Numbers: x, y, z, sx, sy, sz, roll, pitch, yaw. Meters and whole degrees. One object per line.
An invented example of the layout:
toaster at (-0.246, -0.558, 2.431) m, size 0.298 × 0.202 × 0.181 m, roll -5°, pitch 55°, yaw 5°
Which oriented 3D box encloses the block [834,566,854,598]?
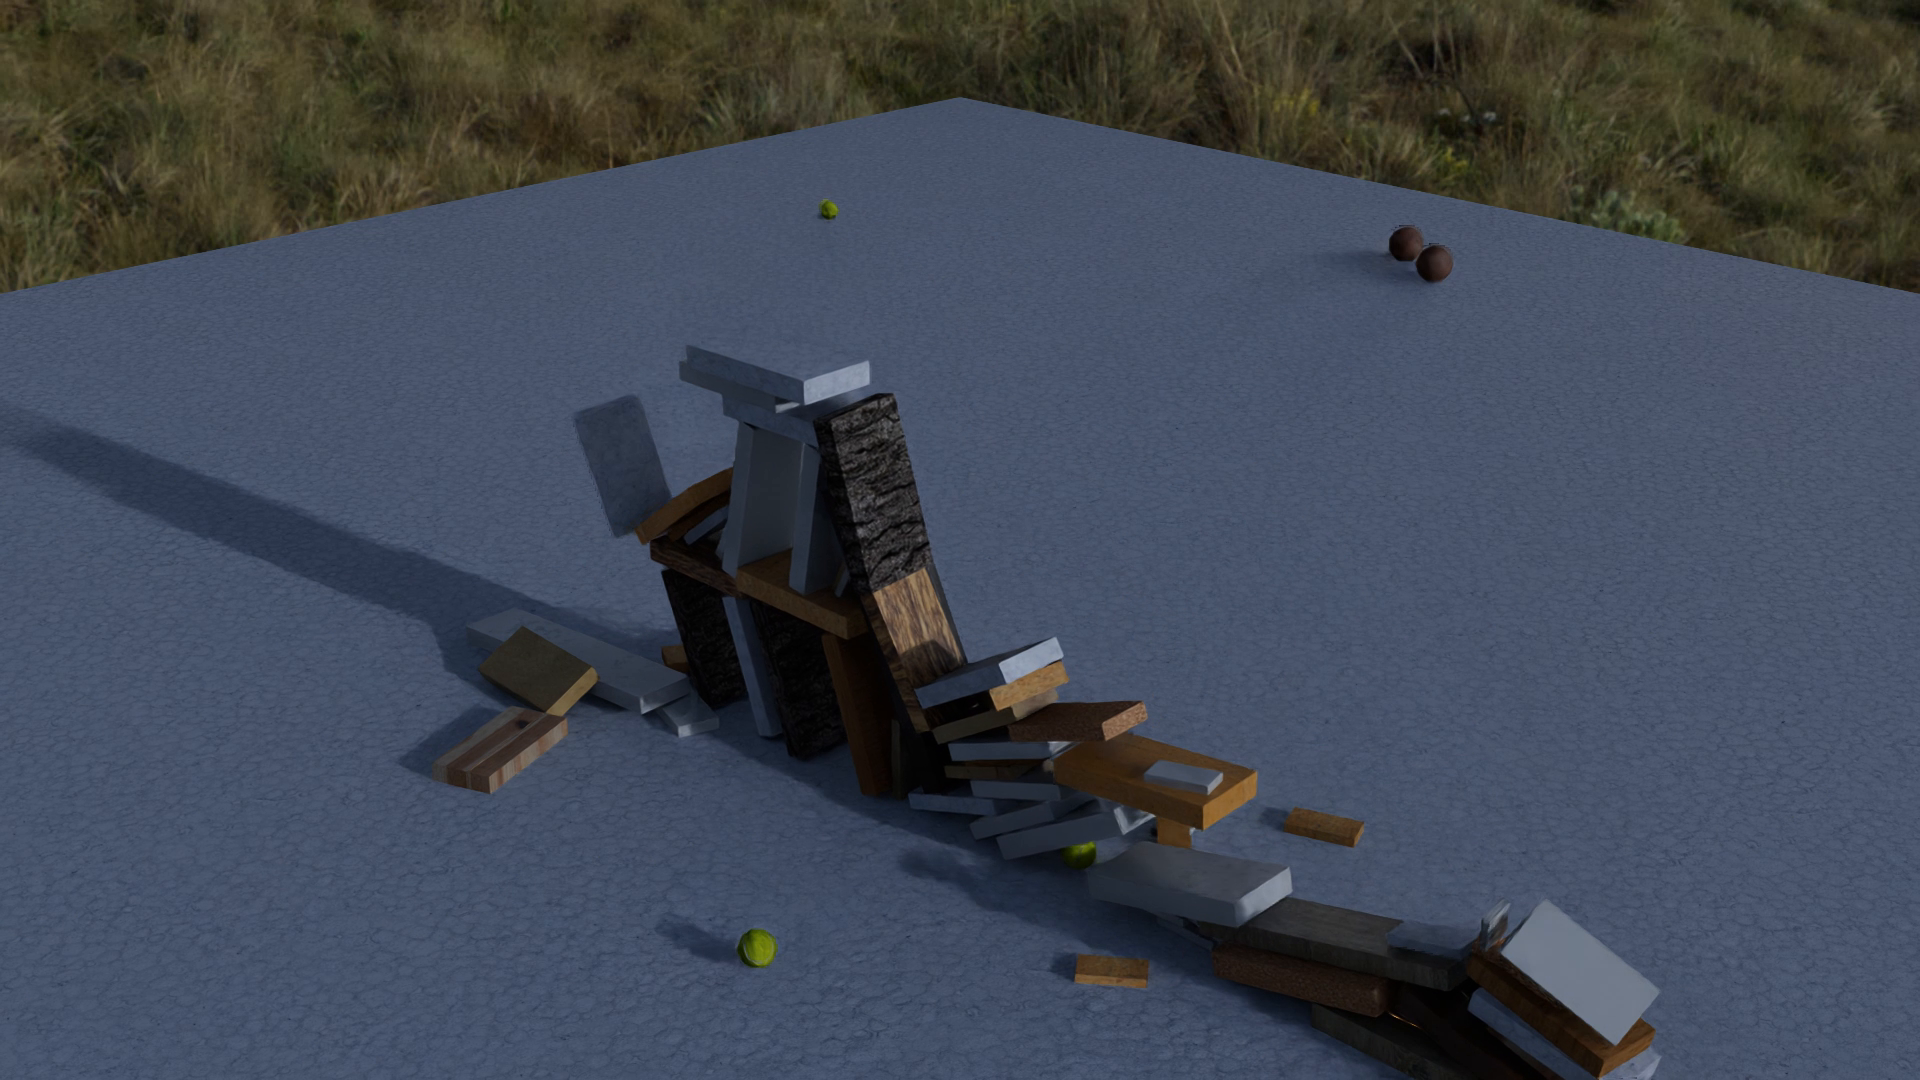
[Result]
block at (-0.212, 0.066, 4.475) m, size 0.057 × 0.114 × 0.016 m, roll -22°, pitch 60°, yaw -42°

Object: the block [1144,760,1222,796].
block at (0.406, 0.432, 4.001) m, size 0.127 × 0.018 × 0.063 m, roll 9°, pitch 23°, yaw 30°

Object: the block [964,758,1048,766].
block at (0.106, 0.415, 4.317) m, size 0.182 × 0.026 × 0.091 m, roll -6°, pitch 12°, yaw 40°

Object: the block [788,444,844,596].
block at (-0.256, -0.062, 4.483) m, size 0.047 × 0.334 × 0.167 m, roll 32°, pitch 37°, yaw 34°

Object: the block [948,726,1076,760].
block at (0.112, 0.389, 4.274) m, size 0.247 × 0.035 × 0.123 m, roll -6°, pitch 12°, yaw 39°

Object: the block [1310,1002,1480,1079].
block at (0.788, 0.838, 3.724) m, size 0.346 × 0.049 × 0.173 m, roll 21°, pitch 31°, yaw 40°

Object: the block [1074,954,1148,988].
block at (0.271, 0.769, 3.925) m, size 0.127 × 0.018 × 0.063 m, roll 3°, pitch 23°, yaw 7°

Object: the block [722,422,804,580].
block at (-0.404, -0.104, 4.625) m, size 0.167 × 0.366 × 0.047 m, roll -22°, pitch 44°, yaw -41°

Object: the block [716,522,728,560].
block at (-0.460, -0.038, 4.721) m, size 0.090 × 0.181 × 0.026 m, roll -22°, pitch 59°, yaw -42°

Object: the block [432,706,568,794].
block at (-0.973, 0.442, 4.666) m, size 0.143 × 0.041 × 0.286 m, roll 10°, pitch 25°, yaw 22°

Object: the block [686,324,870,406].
block at (-0.371, -0.357, 4.455) m, size 0.356 × 0.050 × 0.178 m, roll 20°, pitch 30°, yaw 40°

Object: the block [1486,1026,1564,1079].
block at (1.070, 0.902, 3.454) m, size 0.112 × 0.032 × 0.535 m, roll -17°, pitch 40°, yaw -36°

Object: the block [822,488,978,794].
block at (-0.096, 0.179, 4.447) m, size 0.178 × 0.644 × 0.050 m, roll -22°, pitch 5°, yaw -42°

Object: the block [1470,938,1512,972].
block at (0.888, 0.676, 3.579) m, size 0.101 × 0.014 × 0.050 m, roll 28°, pitch 35°, yaw 27°

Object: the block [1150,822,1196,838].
block at (0.478, 0.531, 4.482) m, size 0.072 × 0.020 × 0.316 m, roll 11°, pitch 25°, yaw 23°

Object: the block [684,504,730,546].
block at (-0.523, -0.043, 4.776) m, size 0.090 × 0.026 × 0.181 m, roll -28°, pitch -1°, yaw -38°

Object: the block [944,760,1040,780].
block at (0.065, 0.445, 4.358) m, size 0.182 × 0.026 × 0.091 m, roll -5°, pitch 13°, yaw 45°

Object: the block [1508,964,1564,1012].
block at (0.931, 0.707, 3.522) m, size 0.101 × 0.014 × 0.050 m, roll 36°, pitch 38°, yaw 18°

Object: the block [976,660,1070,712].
block at (0.115, 0.279, 4.280) m, size 0.149 × 0.042 × 0.297 m, roll -22°, pitch 0°, yaw -6°

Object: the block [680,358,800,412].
block at (-0.422, -0.334, 4.522) m, size 0.301 × 0.043 × 0.150 m, roll 20°, pitch 30°, yaw 40°

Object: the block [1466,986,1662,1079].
block at (0.970, 0.793, 3.538) m, size 0.136 × 0.039 × 0.273 m, roll -21°, pitch 43°, yaw -40°

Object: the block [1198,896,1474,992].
block at (0.661, 0.691, 3.830) m, size 0.516 × 0.039 × 0.136 m, roll 5°, pitch 18°, yaw 44°

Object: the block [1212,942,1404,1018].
block at (0.632, 0.741, 3.851) m, size 0.173 × 0.049 × 0.346 m, roll -22°, pitch 18°, yaw -41°

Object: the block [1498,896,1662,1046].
block at (0.966, 0.672, 3.433) m, size 0.223 × 0.112 × 0.032 m, roll 39°, pitch 3°, yaw 7°

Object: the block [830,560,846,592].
block at (-0.221, 0.059, 4.491) m, size 0.057 × 0.114 × 0.016 m, roll -22°, pitch 60°, yaw -42°

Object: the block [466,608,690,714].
block at (-0.881, 0.271, 5.032) m, size 0.637 × 0.041 × 0.143 m, roll 17°, pitch 28°, yaw 40°

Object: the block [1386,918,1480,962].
block at (0.798, 0.671, 3.697) m, size 0.143 × 0.020 × 0.072 m, roll 5°, pitch 18°, yaw 44°

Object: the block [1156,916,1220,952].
block at (0.435, 0.712, 4.058) m, size 0.067 × 0.019 × 0.133 m, roll -21°, pitch 31°, yaw -40°

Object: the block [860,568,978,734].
block at (-0.078, 0.219, 4.384) m, size 0.149 × 0.297 × 0.042 m, roll -26°, pitch 6°, yaw -41°

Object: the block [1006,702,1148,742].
block at (0.220, 0.343, 4.148) m, size 0.123 × 0.035 × 0.247 m, roll -22°, pitch 11°, yaw -42°

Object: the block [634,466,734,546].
block at (-0.582, -0.080, 4.801) m, size 0.150 × 0.043 × 0.301 m, roll -28°, pitch -1°, yaw -37°
